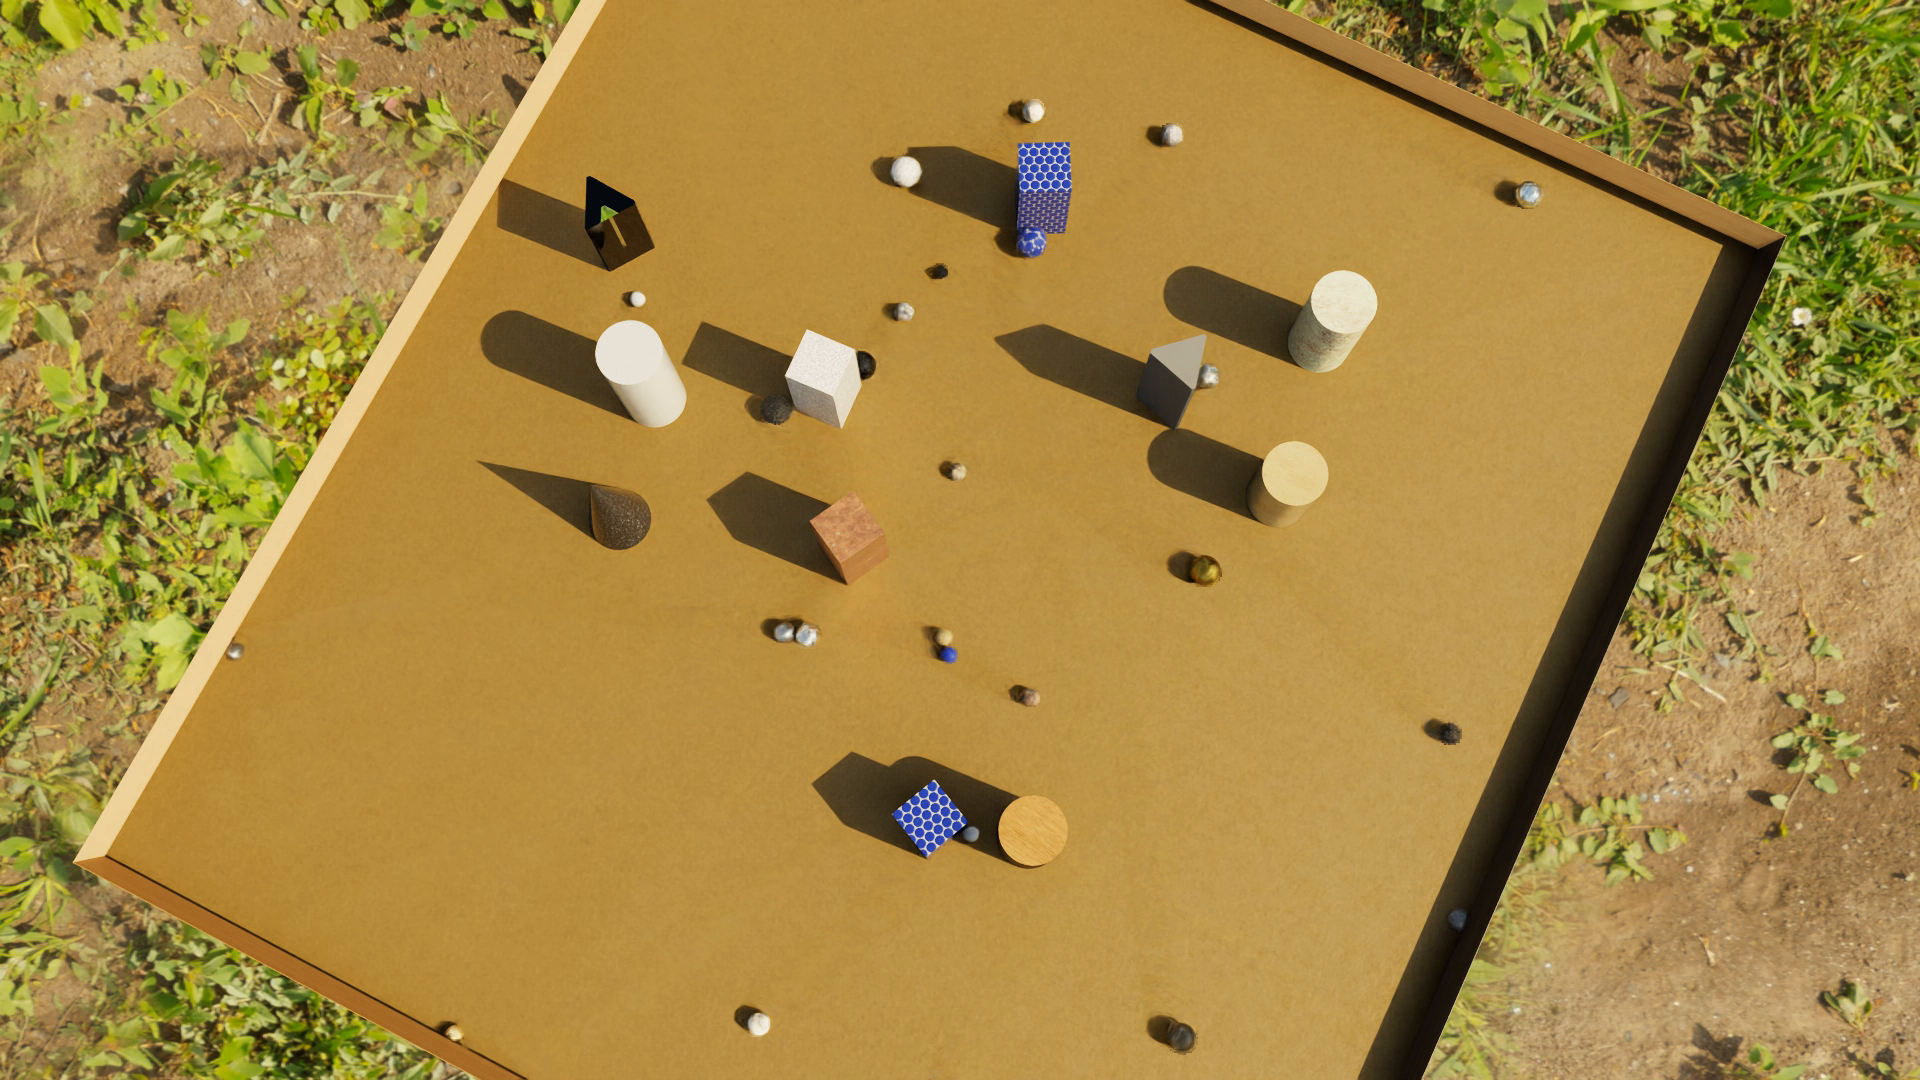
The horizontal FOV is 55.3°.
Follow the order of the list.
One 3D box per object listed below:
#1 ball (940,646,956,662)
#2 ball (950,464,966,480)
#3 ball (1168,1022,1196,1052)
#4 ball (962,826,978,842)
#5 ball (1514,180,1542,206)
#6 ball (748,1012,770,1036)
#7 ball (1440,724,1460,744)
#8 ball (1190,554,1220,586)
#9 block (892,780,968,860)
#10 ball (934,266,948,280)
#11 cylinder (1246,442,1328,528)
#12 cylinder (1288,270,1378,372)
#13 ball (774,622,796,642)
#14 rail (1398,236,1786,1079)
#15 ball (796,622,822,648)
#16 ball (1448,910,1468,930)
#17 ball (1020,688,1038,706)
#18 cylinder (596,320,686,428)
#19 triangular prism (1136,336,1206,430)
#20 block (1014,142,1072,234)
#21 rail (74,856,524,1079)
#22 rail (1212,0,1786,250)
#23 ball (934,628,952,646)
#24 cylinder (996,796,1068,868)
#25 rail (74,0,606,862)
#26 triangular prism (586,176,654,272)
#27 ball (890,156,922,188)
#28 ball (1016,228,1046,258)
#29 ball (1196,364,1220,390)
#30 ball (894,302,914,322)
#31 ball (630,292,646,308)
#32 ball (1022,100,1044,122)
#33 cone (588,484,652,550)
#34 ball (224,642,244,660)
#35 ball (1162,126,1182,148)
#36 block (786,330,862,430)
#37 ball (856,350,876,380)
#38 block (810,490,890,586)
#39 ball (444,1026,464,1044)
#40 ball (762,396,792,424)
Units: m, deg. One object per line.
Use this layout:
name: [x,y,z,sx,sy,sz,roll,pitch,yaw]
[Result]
ball: [-0.036,0.345,5.520,0.048,0.048,0.048,0,78,0]
ball: [-0.006,-0.210,5.633,0.052,0.052,0.052,0,78,0]
ball: [0.639,1.433,5.278,0.082,0.082,0.082,0,78,0]
ball: [0.032,0.869,5.412,0.047,0.047,0.047,0,78,0]
ball: [1.799,-1.096,5.801,0.082,0.082,0.082,0,78,0]
ball: [-0.580,1.398,5.293,0.066,0.066,0.066,0,78,0]
ball: [1.461,0.576,5.467,0.060,0.060,0.060,0,78,0]
ball: [0.741,0.091,5.551,0.092,0.092,0.092,0,78,0]
block: [-0.085,0.814,5.319,0.155,0.254,0.155,-39,81,-7]
ball: [-0.060,-0.842,5.768,0.044,0.044,0.044,0,78,0]
cylinder: [0.978,-0.163,5.494,0.193,0.306,0.193,0,78,0]
cylinder: [1.124,-0.657,5.552,0.193,0.392,0.193,0,78,0]
ball: [-0.528,0.278,5.526,0.065,0.065,0.065,0,78,0]
rail: [1.648,0.813,5.383,0.045,0.125,4.008,26,80,5]
ball: [-0.457,0.285,5.518,0.078,0.078,0.078,0,78,0]
ball: [1.457,1.112,5.356,0.059,0.059,0.059,0,78,0]
ball: [0.208,0.471,5.492,0.053,0.053,0.053,0,78,0]
cylinder: [-0.949,-0.491,5.481,0.193,0.464,0.193,0,78,0]
triangular prism: [0.659,-0.494,5.491,0.167,0.446,0.145,43,81,8]
block: [0.254,-1.083,5.662,0.155,0.349,0.155,-2,78,0]
rail: [-0.886,1.741,5.191,3.731,0.125,0.045,26,80,5]
rail: [0.886,-1.728,5.909,3.731,0.125,0.045,26,80,5]
ball: [-0.051,0.293,5.530,0.051,0.051,0.051,0,78,0]
cylinder: [0.203,0.843,5.266,0.193,0.346,0.193,0,78,0]
rail: [-1.648,-0.800,5.717,0.045,0.125,4.008,26,80,5]
triangular prism: [-1.074,-0.988,5.636,0.167,0.363,0.145,-30,80,-6]
ball: [-0.171,-1.168,5.809,0.097,0.097,0.097,0,78,0]
ball: [0.225,-0.934,5.761,0.096,0.096,0.096,0,78,0]
ball: [0.767,-0.506,5.681,0.079,0.079,0.079,0,78,0]
ball: [-0.175,-0.713,5.734,0.059,0.059,0.059,0,78,0]
ball: [-1.011,-0.754,5.748,0.048,0.048,0.048,0,78,0]
ball: [0.234,-1.371,5.865,0.068,0.068,0.068,0,78,0]
cone: [-1.045,-0.110,5.404,0.193,0.461,0.193,0,78,0]
ball: [-2.184,0.334,5.519,0.056,0.056,0.056,0,78,0]
ball: [0.677,-1.289,5.848,0.069,0.069,0.069,0,78,0]
block: [-0.408,-0.480,5.528,0.155,0.367,0.155,23,79,5]
ball: [-0.305,-0.540,5.681,0.092,0.092,0.092,0,78,0]
block: [-0.324,-0.002,5.436,0.155,0.355,0.155,-35,80,-7]
ball: [-1.461,1.430,5.292,0.056,0.056,0.056,0,78,0]
ball: [-0.564,-0.400,5.654,0.089,0.089,0.089,0,78,0]
